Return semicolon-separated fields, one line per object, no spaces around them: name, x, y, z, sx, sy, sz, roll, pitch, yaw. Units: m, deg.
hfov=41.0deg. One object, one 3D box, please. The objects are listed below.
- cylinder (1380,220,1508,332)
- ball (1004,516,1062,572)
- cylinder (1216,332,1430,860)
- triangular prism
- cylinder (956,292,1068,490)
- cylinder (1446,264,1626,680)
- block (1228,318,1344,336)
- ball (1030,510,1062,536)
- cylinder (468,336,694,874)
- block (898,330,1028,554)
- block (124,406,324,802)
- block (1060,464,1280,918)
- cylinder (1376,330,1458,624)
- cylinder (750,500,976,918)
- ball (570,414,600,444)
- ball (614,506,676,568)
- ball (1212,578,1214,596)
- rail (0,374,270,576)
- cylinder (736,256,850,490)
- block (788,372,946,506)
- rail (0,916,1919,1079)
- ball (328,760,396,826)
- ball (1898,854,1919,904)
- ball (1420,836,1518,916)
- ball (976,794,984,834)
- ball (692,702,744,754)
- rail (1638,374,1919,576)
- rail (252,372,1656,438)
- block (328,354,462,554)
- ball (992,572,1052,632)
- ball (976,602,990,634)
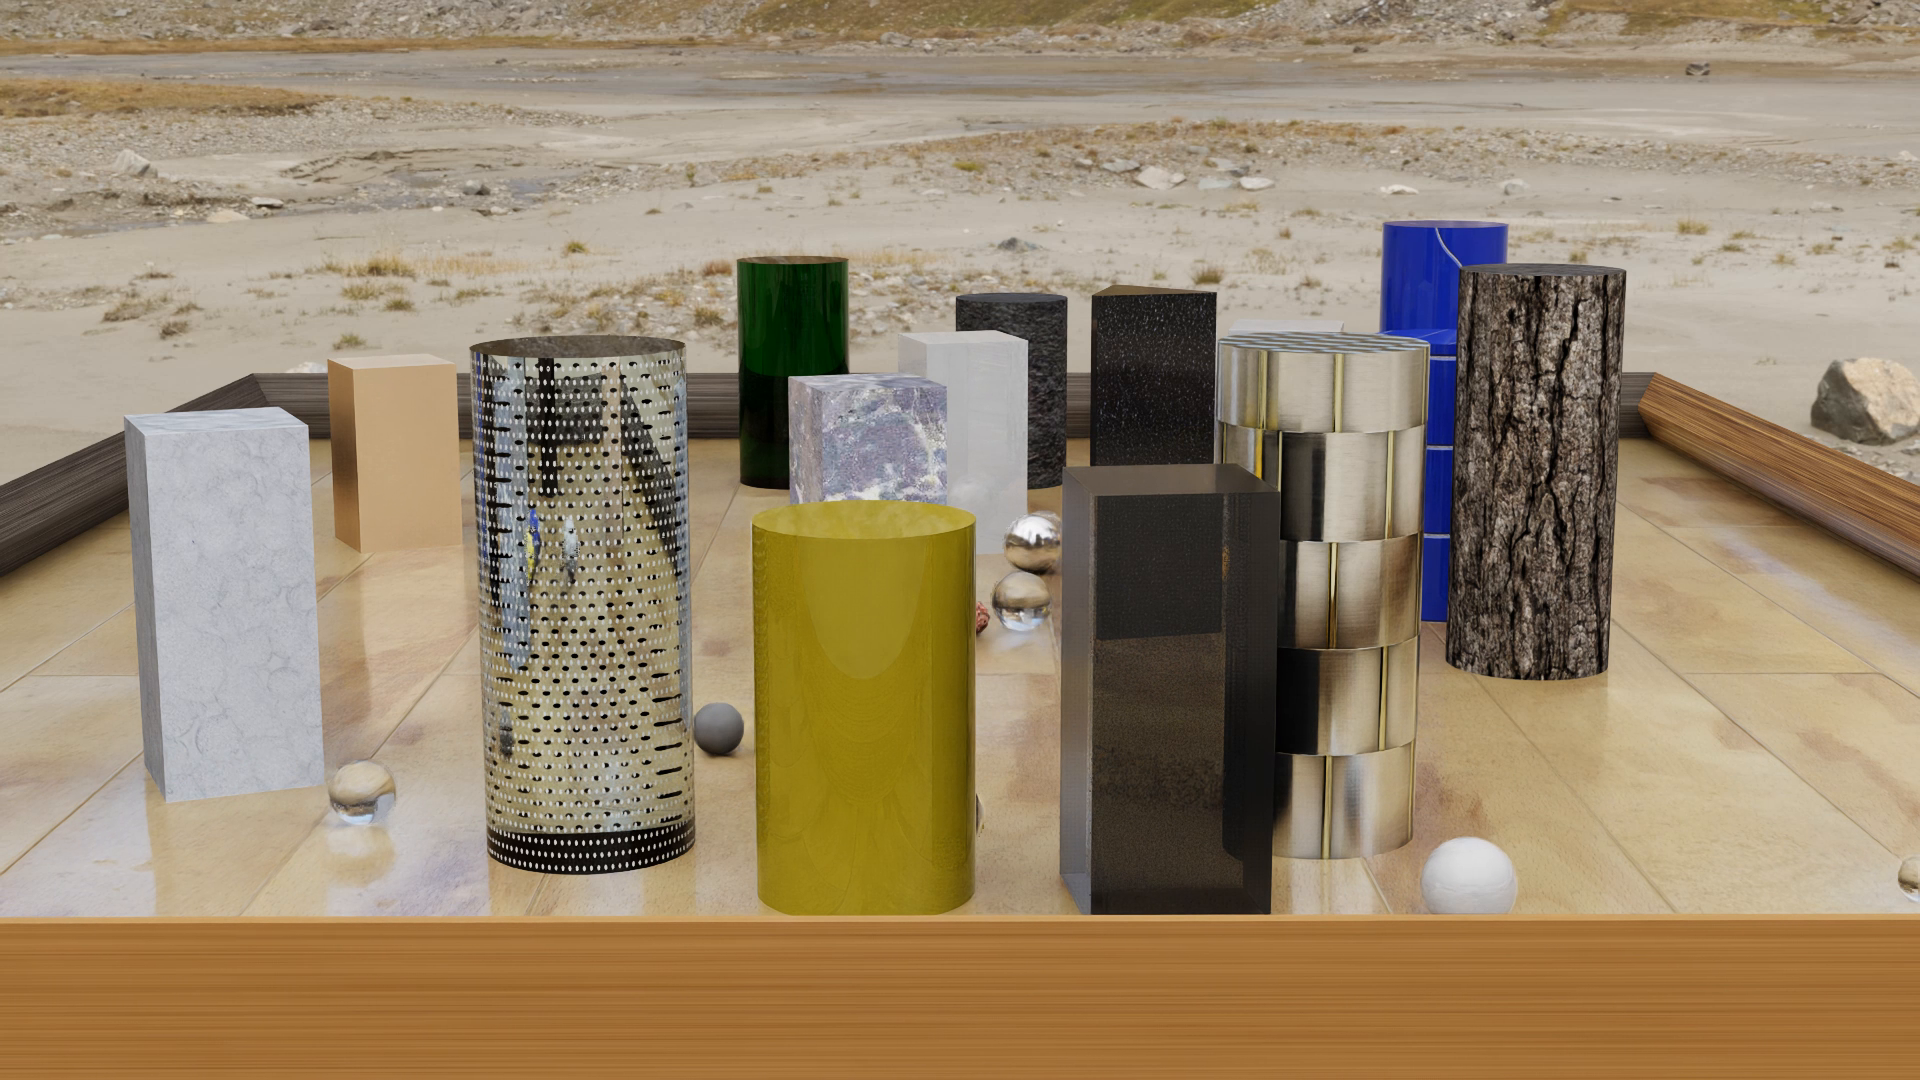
cylinder;0.766;-0.264;4.092;0.196;0.478;0.196;0;10;0
ball;0.107;0.006;3.721;0.084;0.084;0.084;0;10;0
cylinder;0.339;0.047;2.435;0.196;0.471;0.196;0;10;0
triangular prism;0.231;-0.114;3.398;0.170;0.437;0.147;-3;11;-16
cylinder;0.090;-0.264;4.515;0.196;0.325;0.196;0;10;0
cylinder;0.699;-0.087;3.125;0.196;0.484;0.196;0;10;0
block;0.474;-0.137;3.749;0.157;0.355;0.157;2;11;10
ball;0.127;-0.016;3.899;0.061;0.061;0.061;0;10;0
cylinder;-0.349;0.055;2.390;0.196;0.472;0.196;0;10;0
block;0.003;-0.149;3.907;0.157;0.321;0.157;-3;11;-17
block;-0.755;0.061;2.633;0.157;0.371;0.157;-5;12;-25
block;0.179;0.132;2.238;0.157;0.376;0.157;-1;11;-7
cylinder;0.647;-0.090;3.452;0.196;0.369;0.196;0;10;0
cylinder;-0.084;0.147;2.268;0.196;0.336;0.196;0;10;0
ball;-0.729;-0.218;4.995;0.059;0.059;0.059;0;10;0
ball;-0.460;-0.004;3.753;0.091;0.091;0.091;0;10;0
ball;0.379;0.062;3.397;0.092;0.092;0.092;0;10;0
rail;-1.359;0.034;3.441;0.045;0.128;3.279;0;10;0
cylinder;-0.292;-0.297;4.513;0.196;0.391;0.196;0;10;0
block;-0.116;-0.028;3.201;0.157;0.340;0.157;-4;11;-18
rail;0.009;0.327;1.860;2.765;0.128;0.045;0;10;0
ball;-0.579;0.245;2.487;0.064;0.064;0.064;0;10;0
ball;0.848;0.298;2.255;0.044;0.044;0.044;0;10;0
ball;0.432;0.293;2.179;0.081;0.081;0.081;0;10;0
ball;-0.009;0.258;2.417;0.063;0.063;0.063;0;10;0
ball;-0.259;0.201;2.742;0.056;0.056;0.056;0;10;0
rail;1.359;0.031;3.457;0.045;0.128;3.279;0;10;0
rail;-0.009;-0.262;5.038;2.765;0.128;0.045;0;10;0
block;-0.870;-0.136;3.950;0.157;0.279;0.157;-5;12;-27
ball;0.080;0.080;3.337;0.078;0.078;0.078;0;10;0
ball;0.016;0.101;3.320;0.043;0.043;0.043;0;10;0
